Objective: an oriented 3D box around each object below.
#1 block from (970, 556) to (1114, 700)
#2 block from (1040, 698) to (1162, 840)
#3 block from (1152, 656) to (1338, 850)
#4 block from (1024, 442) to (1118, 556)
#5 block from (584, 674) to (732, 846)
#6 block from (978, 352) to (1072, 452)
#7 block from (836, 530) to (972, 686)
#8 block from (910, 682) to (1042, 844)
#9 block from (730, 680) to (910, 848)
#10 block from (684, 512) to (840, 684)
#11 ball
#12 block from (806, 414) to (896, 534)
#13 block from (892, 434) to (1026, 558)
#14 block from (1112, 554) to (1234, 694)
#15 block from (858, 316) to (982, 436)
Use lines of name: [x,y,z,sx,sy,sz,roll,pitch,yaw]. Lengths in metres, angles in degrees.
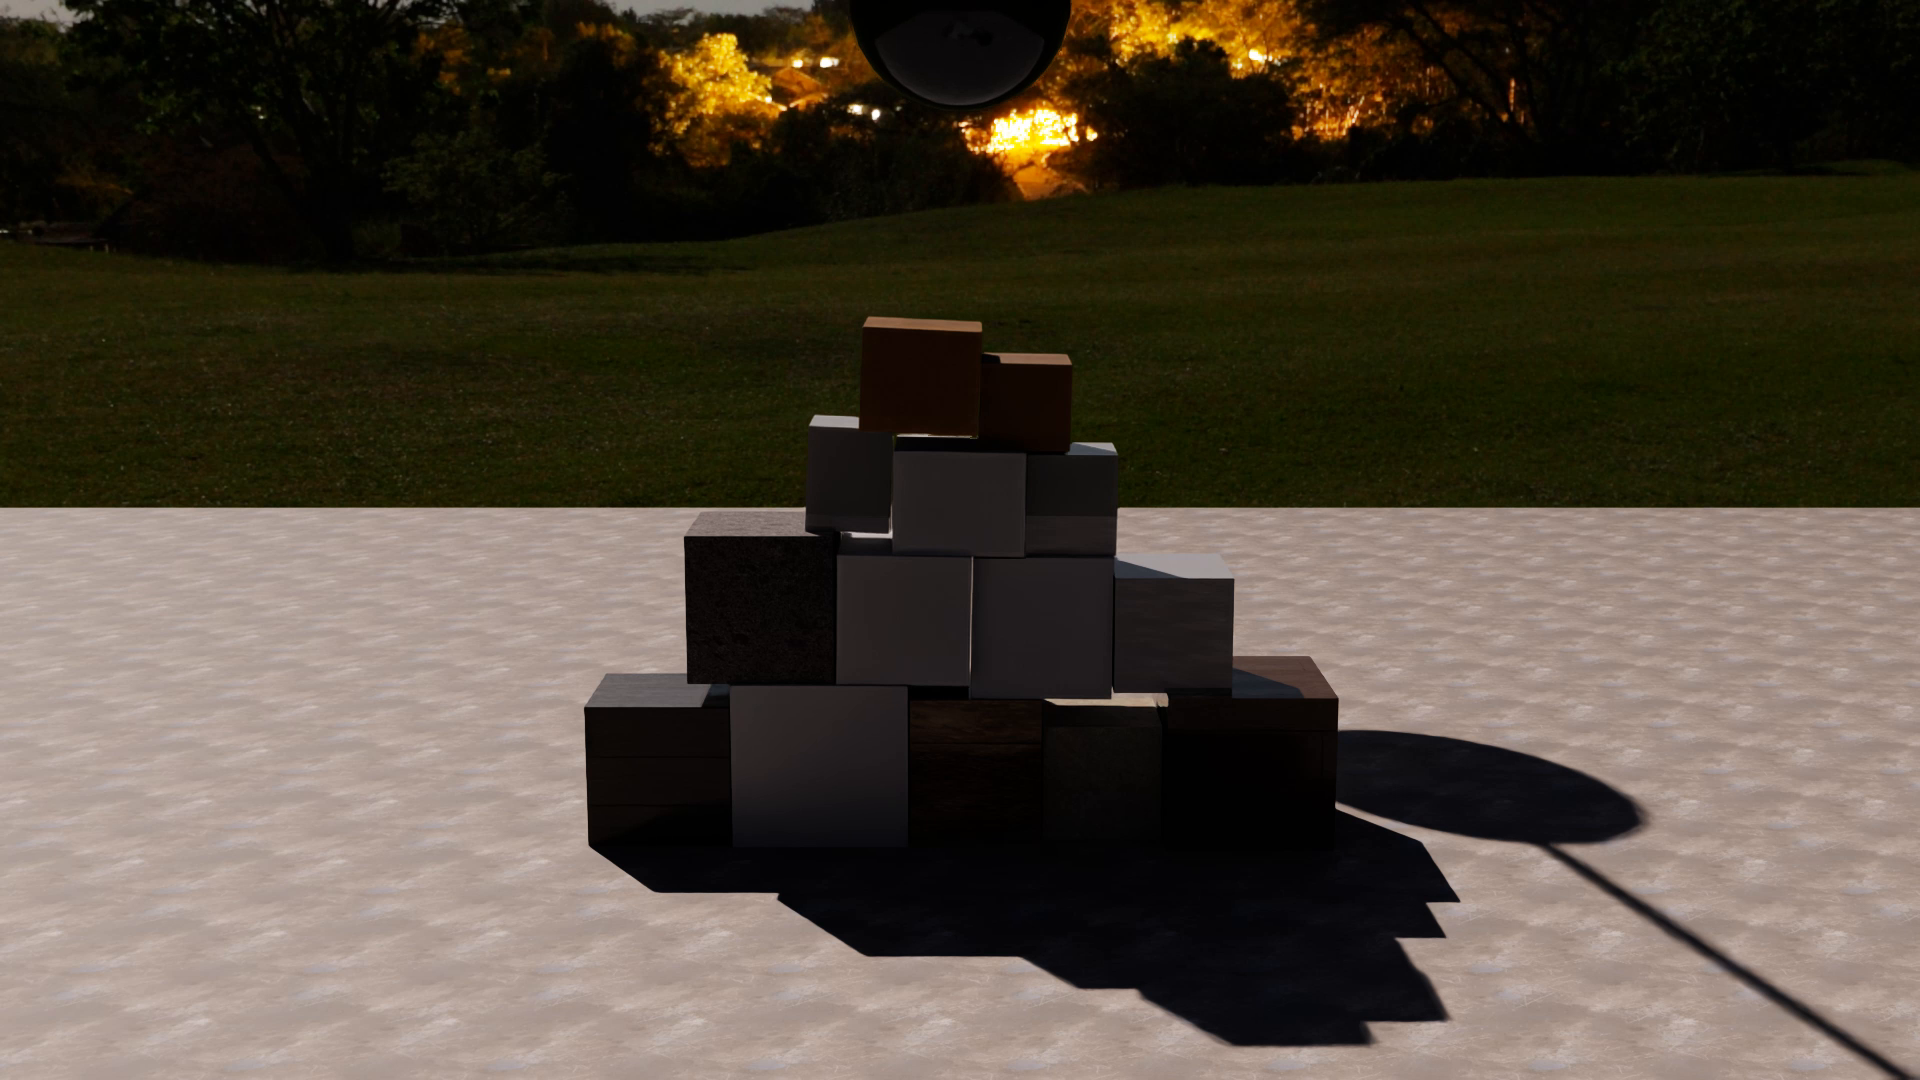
block: [0.411,0.387,11.252,0.702,0.718,0.617,1,10,0]
block: [0.720,1.181,11.412,0.601,0.593,0.571,0,10,0]
block: [1.452,1.088,11.388,0.843,0.785,0.906,0,10,0]
block: [0.552,-0.212,11.130,0.458,0.506,0.463,1,10,0]
block: [-1.513,1.124,11.366,0.720,0.721,0.706,0,10,0]
block: [0.321,-0.698,11.066,0.450,0.429,0.531,1,10,0]
block: [-0.279,0.335,11.233,0.664,0.650,0.732,1,10,0]
block: [0.079,1.108,11.386,0.660,0.747,0.684,0,10,0]
block: [-0.702,1.065,11.372,0.882,0.835,0.783,0,10,0]
block: [-0.992,0.284,11.242,0.731,0.748,0.732,0,10,0]
ball: [0.000,-3.874,15.715,1.600,1.600,1.600,0,10,0]
block: [-0.551,-0.336,11.119,0.417,0.523,0.441,3,10,0]
block: [-0.003,-0.233,11.120,0.649,0.518,0.645,1,10,0]
block: [1.063,0.417,11.249,0.589,0.584,0.663,0,10,0]
block: [-0.194,-0.825,11.012,0.579,0.511,0.609,3,10,0]
